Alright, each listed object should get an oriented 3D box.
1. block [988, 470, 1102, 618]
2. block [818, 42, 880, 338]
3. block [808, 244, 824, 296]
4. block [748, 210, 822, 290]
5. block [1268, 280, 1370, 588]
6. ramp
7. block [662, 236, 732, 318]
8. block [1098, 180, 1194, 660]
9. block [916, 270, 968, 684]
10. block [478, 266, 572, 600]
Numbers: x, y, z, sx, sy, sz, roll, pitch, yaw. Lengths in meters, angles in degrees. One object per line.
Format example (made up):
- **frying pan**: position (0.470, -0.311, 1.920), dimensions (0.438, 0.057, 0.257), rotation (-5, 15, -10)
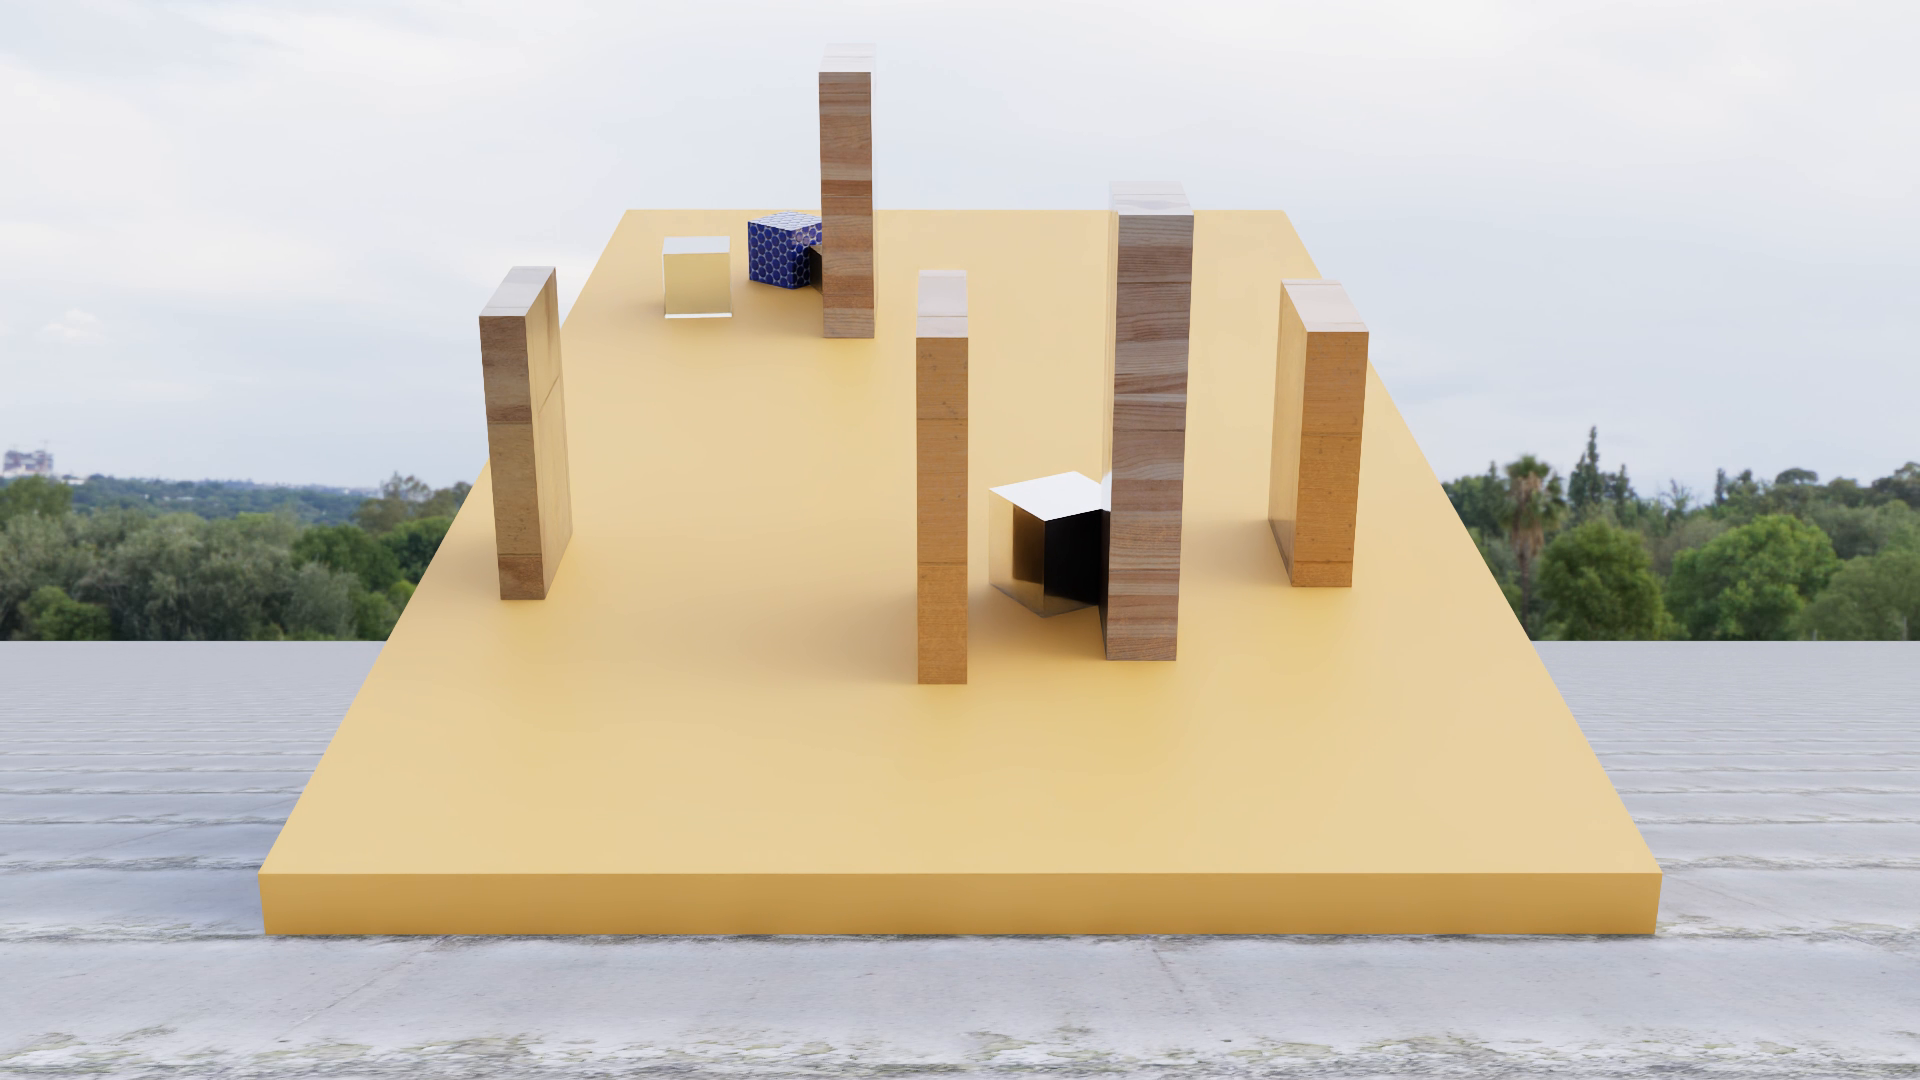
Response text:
- **block**: position (0.181, 0.006, 4.187), dimensions (0.187, 0.187, 0.187), rotation (-12, 25, -28)
- **block**: position (-0.276, -0.885, 5.780), dimensions (0.125, 0.662, 0.407), rotation (0, 22, 0)
- **block**: position (-0.334, -0.726, 6.127), dimensions (0.109, 0.109, 0.109), rotation (-8, 23, -19)
- **block**: position (-0.458, -0.786, 6.206), dimensions (0.162, 0.162, 0.162), rotation (17, 27, 36)
- **block**: position (0.669, -0.206, 4.311), dimensions (0.110, 0.491, 0.351), rotation (0, 22, 0)
- **ramp**: position (-0.006, -0.219, 5.139), dimensions (2.000, 0.100, 4.000), rotation (0, 22, 0)
- **block**: position (-0.679, -0.681, 5.932), dimensions (0.169, 0.169, 0.169), rotation (-2, 22, -4)
- **block**: position (0.311, -0.199, 3.902), dimensions (0.120, 0.780, 0.240), rotation (0, 22, 0)
- **block**: position (-0.030, -0.115, 3.924), dimensions (0.083, 0.605, 0.409), rotation (0, 22, 0)
- **block**: position (-0.797, -0.202, 4.233), dimensions (0.080, 0.536, 0.335), rotation (0, 22, 0)
